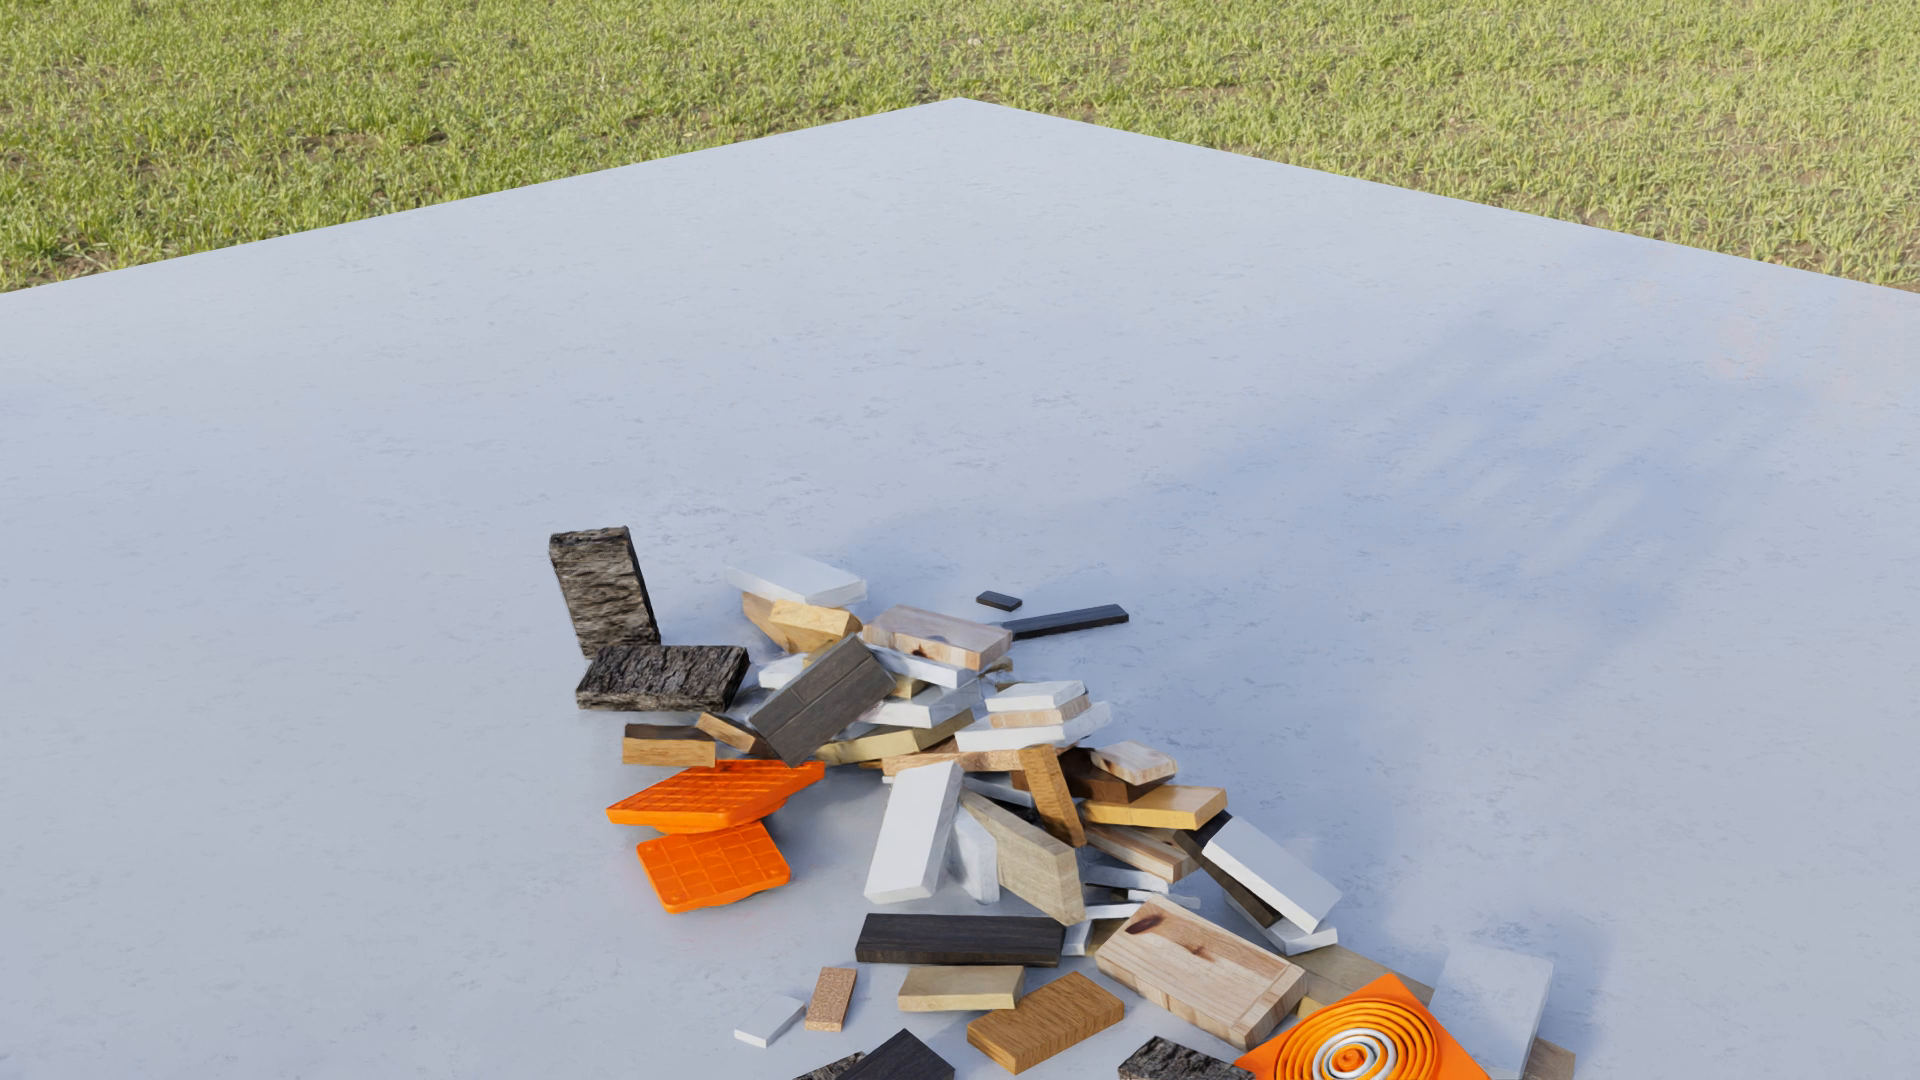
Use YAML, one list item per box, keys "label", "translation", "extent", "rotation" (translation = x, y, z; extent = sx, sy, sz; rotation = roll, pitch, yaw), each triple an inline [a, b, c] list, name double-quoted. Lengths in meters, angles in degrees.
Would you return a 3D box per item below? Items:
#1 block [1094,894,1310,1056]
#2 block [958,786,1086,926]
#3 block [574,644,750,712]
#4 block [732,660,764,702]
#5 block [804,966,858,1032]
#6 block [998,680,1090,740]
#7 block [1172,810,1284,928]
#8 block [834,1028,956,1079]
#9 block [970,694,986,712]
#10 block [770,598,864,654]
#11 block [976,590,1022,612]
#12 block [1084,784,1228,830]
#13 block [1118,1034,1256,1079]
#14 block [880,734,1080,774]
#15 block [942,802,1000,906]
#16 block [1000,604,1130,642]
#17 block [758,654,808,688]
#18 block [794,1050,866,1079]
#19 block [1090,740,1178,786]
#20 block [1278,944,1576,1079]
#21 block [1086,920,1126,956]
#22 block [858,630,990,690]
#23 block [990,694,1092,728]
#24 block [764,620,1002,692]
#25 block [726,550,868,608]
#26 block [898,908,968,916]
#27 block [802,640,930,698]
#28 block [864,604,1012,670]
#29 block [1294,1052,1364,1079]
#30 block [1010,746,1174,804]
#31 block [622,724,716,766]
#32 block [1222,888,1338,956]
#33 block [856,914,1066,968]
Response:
- label: "block"
  translation: [0.421, 0.756, 3.851]
  extent: [0.342, 0.048, 0.171]
  rotation: [22, 50, 41]
- label: "block"
  translation: [0.095, 0.581, 4.096]
  extent: [0.039, 0.138, 0.457]
  rotation: [-16, 16, -23]
- label: "block"
  translation: [-0.659, 0.307, 4.881]
  extent: [0.348, 0.049, 0.174]
  rotation: [0, 34, 16]
- label: "block"
  translation: [-0.494, 0.318, 4.958]
  extent: [0.070, 0.020, 0.140]
  rotation: [30, 33, 27]
- label: "block"
  translation: [-0.225, 0.803, 3.846]
  extent: [0.063, 0.018, 0.165]
  rotation: [3, 23, 7]
- label: "block"
  translation: [0.167, 0.340, 4.418]
  extent: [0.198, 0.099, 0.028]
  rotation: [3, 11, 35]
- label: "block"
  translation: [0.514, 0.594, 4.021]
  extent: [0.239, 0.034, 0.120]
  rotation: [43, 42, 23]
- label: "block"
  translation: [-0.138, 0.897, 3.549]
  extent: [0.115, 0.033, 0.260]
  rotation: [33, 41, 29]
- label: "block"
  translation: [0.026, 0.352, 4.913]
  extent: [0.051, 0.014, 0.102]
  rotation: [-9, 25, -20]
- label: "block"
  translation: [-0.238, 0.242, 4.760]
  extent: [0.179, 0.051, 0.430]
  rotation: [10, -18, 26]
- label: "block"
  translation: [0.096, 0.150, 5.389]
  extent: [0.102, 0.014, 0.051]
  rotation: [15, 27, 31]
- label: "block"
  translation: [0.364, 0.494, 4.096]
  extent: [0.239, 0.034, 0.120]
  rotation: [-1, 16, 37]
- label: "block"
  translation: [0.371, 0.881, 3.604]
  extent: [0.205, 0.029, 0.103]
  rotation: [12, 31, 41]
- label: "block"
  translation: [0.035, 0.421, 4.406]
  extent: [0.419, 0.041, 0.143]
  rotation: [-8, 10, 45]
- label: "block"
  translation: [-0.010, 0.575, 4.226]
  extent: [0.039, 0.138, 0.275]
  rotation: [-16, 27, -23]
- label: "block"
  translation: [0.057, 0.226, 5.201]
  extent: [0.722, 0.020, 0.070]
  rotation: [-9, 23, -19]
- label: "block"
  translation: [-0.300, 0.282, 4.647]
  extent: [0.123, 0.035, 0.247]
  rotation: [-22, 16, -41]
- label: "block"
  translation: [-0.262, 0.917, 3.562]
  extent: [0.310, 0.028, 0.100]
  rotation: [-15, 27, -32]
- label: "block"
  translation: [0.327, 0.417, 4.133]
  extent: [0.091, 0.026, 0.182]
  rotation: [-15, 13, -20]
- label: "block"
  translation: [0.767, 0.825, 3.754]
  extent: [0.530, 0.048, 0.171]
  rotation: [20, 30, 39]
- label: "block"
  translation: [0.280, 0.728, 4.016]
  extent: [0.165, 0.023, 0.082]
  rotation: [2, 23, 4]
- label: "block"
  translation: [-0.088, 0.233, 4.492]
  extent: [0.271, 0.038, 0.135]
  rotation: [13, 23, 29]
- label: "block"
  translation: [0.154, 0.331, 4.252]
  extent: [0.182, 0.026, 0.091]
  rotation: [-9, 10, 43]
- label: "block"
  translation: [-0.173, 0.265, 5.021]
  extent: [0.561, 0.091, 0.026]
  rotation: [-9, 59, -21]
- label: "block"
  translation: [-0.397, 0.101, 5.315]
  extent: [0.174, 0.049, 0.348]
  rotation: [-15, 21, -35]
- label: "block"
  translation: [-0.053, 0.710, 4.065]
  extent: [0.126, 0.018, 0.063]
  rotation: [3, 23, 8]
- label: "block"
  translation: [-0.186, 0.264, 4.507]
  extent: [0.247, 0.035, 0.123]
  rotation: [11, 21, 22]
- label: "block"
  translation: [-0.046, 0.197, 4.481]
  extent: [0.271, 0.038, 0.135]
  rotation: [12, 23, 27]
- label: "block"
  translation: [0.625, 0.897, 3.620]
  extent: [0.069, 0.020, 0.138]
  rotation: [-17, 28, -35]
- label: "block"
  translation: [0.252, 0.447, 4.218]
  extent: [0.286, 0.041, 0.143]
  rotation: [2, 17, 43]
- label: "block"
  translation: [-0.598, 0.419, 4.513]
  extent: [0.179, 0.051, 0.357]
  rotation: [3, -1, -8]
- label: "block"
  translation: [0.583, 0.684, 4.033]
  extent: [0.099, 0.028, 0.288]
  rotation: [-13, 15, -14]
- label: "block"
  translation: [0.002, 0.720, 3.961]
  extent: [0.369, 0.029, 0.103]
  rotation: [-1, 30, 13]
